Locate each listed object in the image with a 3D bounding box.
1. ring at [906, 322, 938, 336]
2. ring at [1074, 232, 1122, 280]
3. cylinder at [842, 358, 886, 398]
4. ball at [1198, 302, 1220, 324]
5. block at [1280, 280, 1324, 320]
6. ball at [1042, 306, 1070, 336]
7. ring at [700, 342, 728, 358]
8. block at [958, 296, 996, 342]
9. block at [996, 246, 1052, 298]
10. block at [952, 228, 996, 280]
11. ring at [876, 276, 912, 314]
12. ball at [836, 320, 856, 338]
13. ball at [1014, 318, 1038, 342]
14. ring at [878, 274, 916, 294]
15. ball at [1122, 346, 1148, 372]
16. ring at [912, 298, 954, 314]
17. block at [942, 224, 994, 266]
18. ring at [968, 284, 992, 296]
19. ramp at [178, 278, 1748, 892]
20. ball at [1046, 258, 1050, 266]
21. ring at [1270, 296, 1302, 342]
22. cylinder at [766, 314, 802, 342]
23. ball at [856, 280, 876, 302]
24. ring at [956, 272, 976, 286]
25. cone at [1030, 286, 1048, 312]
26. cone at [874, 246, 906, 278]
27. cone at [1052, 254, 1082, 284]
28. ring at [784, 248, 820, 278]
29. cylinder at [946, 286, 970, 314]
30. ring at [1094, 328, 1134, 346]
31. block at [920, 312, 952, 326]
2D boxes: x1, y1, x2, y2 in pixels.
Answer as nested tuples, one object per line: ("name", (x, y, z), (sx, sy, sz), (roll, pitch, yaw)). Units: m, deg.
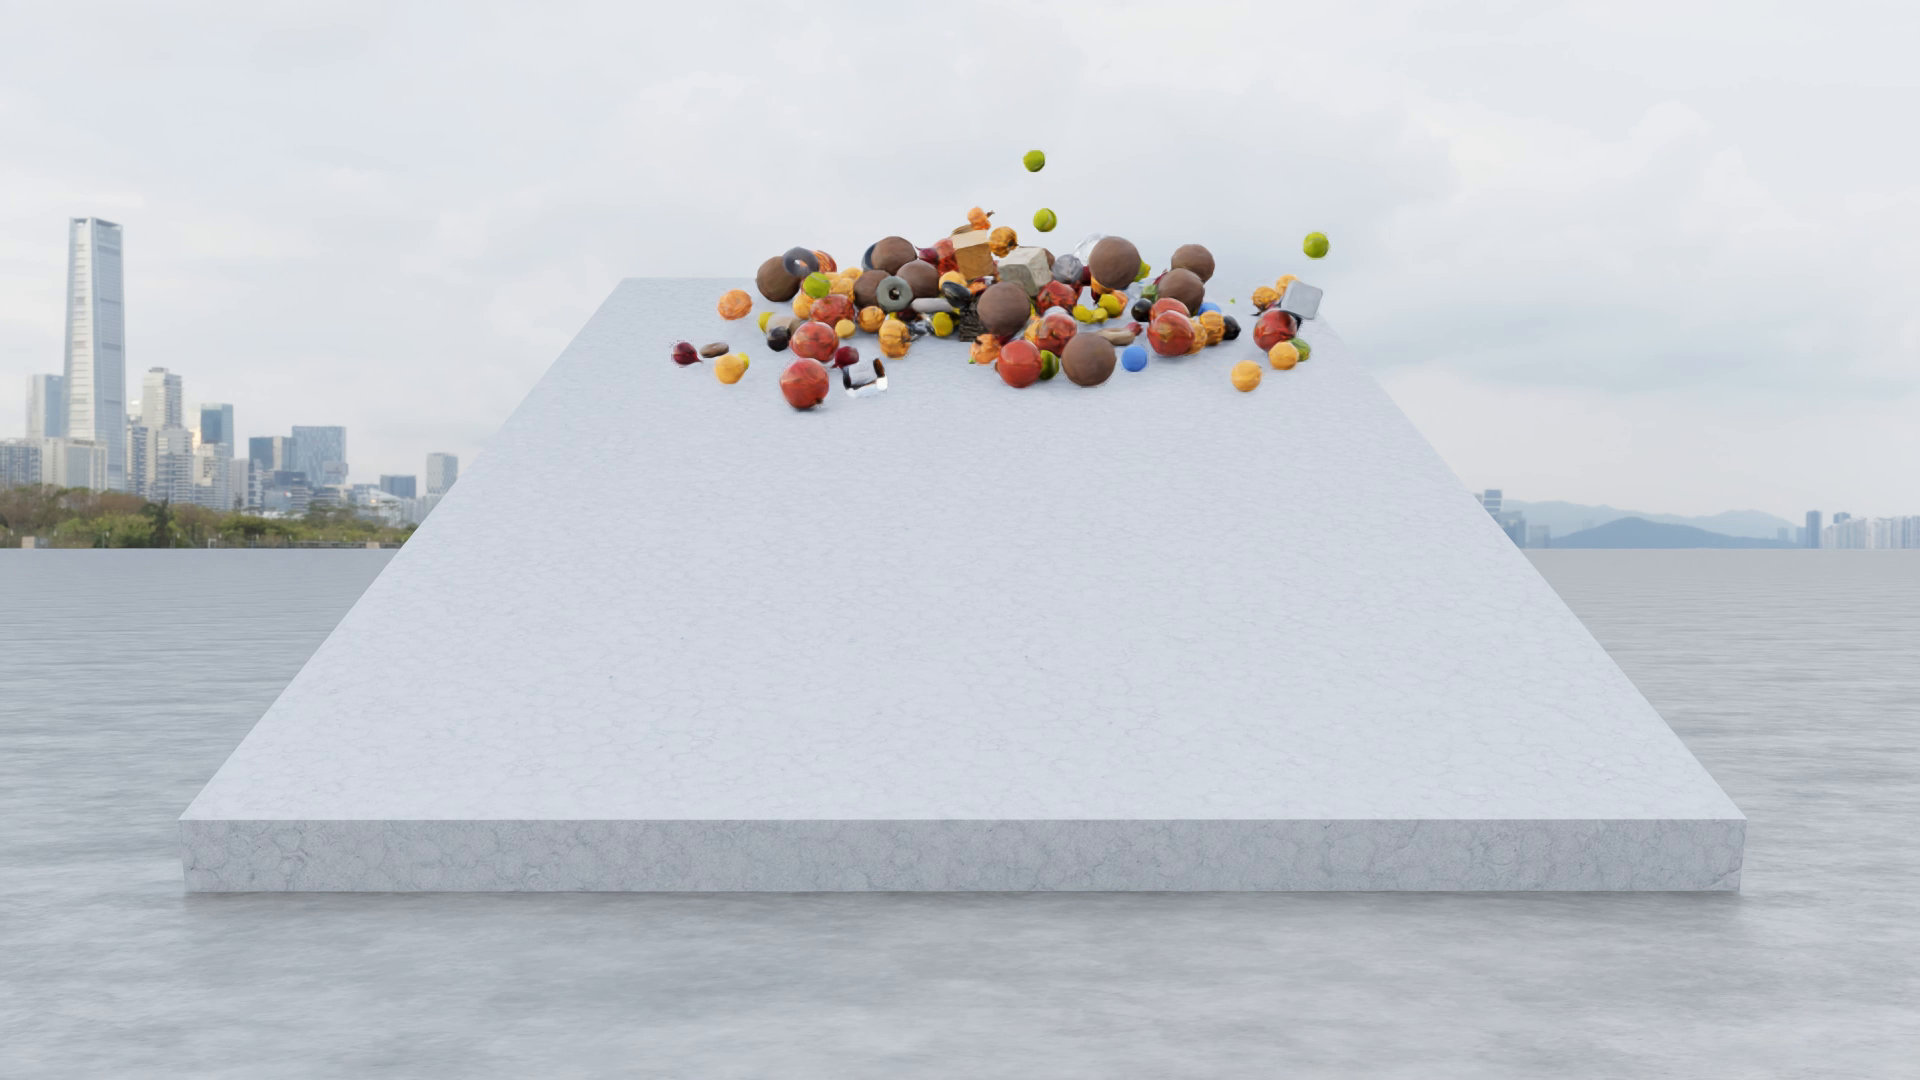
("ring", (-0.101, -0.554, 5.820), (0.087, 0.029, 0.087), (1, 17, 0))
("ring", (0.400, -0.821, 6.423), (0.143, 0.143, 0.048), (0, -6, 8))
("cylinder", (-0.219, -0.370, 5.081), (0.077, 0.077, 0.077), (-11, -4, 20))
("ball", (0.669, -0.608, 5.948), (0.062, 0.062, 0.062), (0, 0, 0))
("block", (0.849, -0.596, 5.509), (0.077, 0.077, 0.077), (18, 4, -3))
("ball", (0.252, -0.575, 5.811), (0.075, 0.075, 0.075), (0, 0, 0))
("ring", (-0.604, -0.466, 5.442), (0.075, 0.025, 0.075), (-8, 18, 3))
("block", (0.043, -0.572, 5.739), (0.092, 0.092, 0.092), (0, 30, -1))
("block", (0.176, -0.727, 6.030), (0.099, 0.099, 0.099), (-1, 32, 31))
("block", (0.036, -0.753, 5.853), (0.092, 0.092, 0.092), (-13, 30, 1))
("ring", (-0.171, -0.637, 5.755), (0.097, 0.097, 0.032), (0, 0, -17))
("ball", (-0.299, -0.549, 5.764), (0.051, 0.051, 0.051), (0, 0, 0))
("ball", (0.171, -0.538, 5.678), (0.062, 0.062, 0.062), (0, 0, 0))
("ring", (-0.181, -0.721, 6.320), (0.115, 0.038, 0.115), (-7, 37, 5))
("ball", (0.424, -0.439, 5.375), (0.065, 0.065, 0.065), (0, 0, 0))
("ring", (-0.069, -0.606, 5.738), (0.112, 0.037, 0.112), (4, 3, 0))
("block", (0.021, -0.859, 6.499), (0.090, 0.090, 0.090), (44, 33, 13))
("ring", (0.056, -0.692, 6.240), (0.077, 0.077, 0.026), (0, -43, -26))
("ramp", (-0.003, -0.168, 4.755), (2.000, 0.100, 4.000), (0, 17, 0))
("ball", (0.225, -0.798, 6.429), (0.067, 0.067, 0.067), (0, 0, 0))
("ring", (0.836, -0.568, 5.678), (0.044, 0.131, 0.131), (16, -5, -18))
("cylinder", (-0.454, -0.543, 5.715), (0.068, 0.068, 0.068), (-6, -3, 30))
("ball", (-0.267, -0.707, 6.278), (0.060, 0.060, 0.060), (0, 0, 0))
("ring", (0.035, -0.752, 6.179), (0.114, 0.038, 0.114), (-40, 13, 11))
("cone", (0.219, -0.657, 6.086), (0.068, 0.068, 0.068), (-14, -2, 0))
("cone", (-0.210, -0.816, 6.360), (0.090, 0.090, 0.090), (0, -31, 12))
("cone", (0.286, -0.695, 5.796), (0.083, 0.083, 0.083), (0, 25, -5))
("ring", (-0.432, -0.753, 6.024), (0.103, 0.034, 0.103), (10, -40, 8))
("cylinder", (-0.006, -0.655, 6.058), (0.054, 0.054, 0.054), (0, -23, -26))
("ring", (0.397, -0.521, 5.703), (0.106, 0.035, 0.106), (-1, 16, 0))
("block", (-0.063, -0.600, 5.829), (0.052, 0.052, 0.052), (37, 16, 29))
